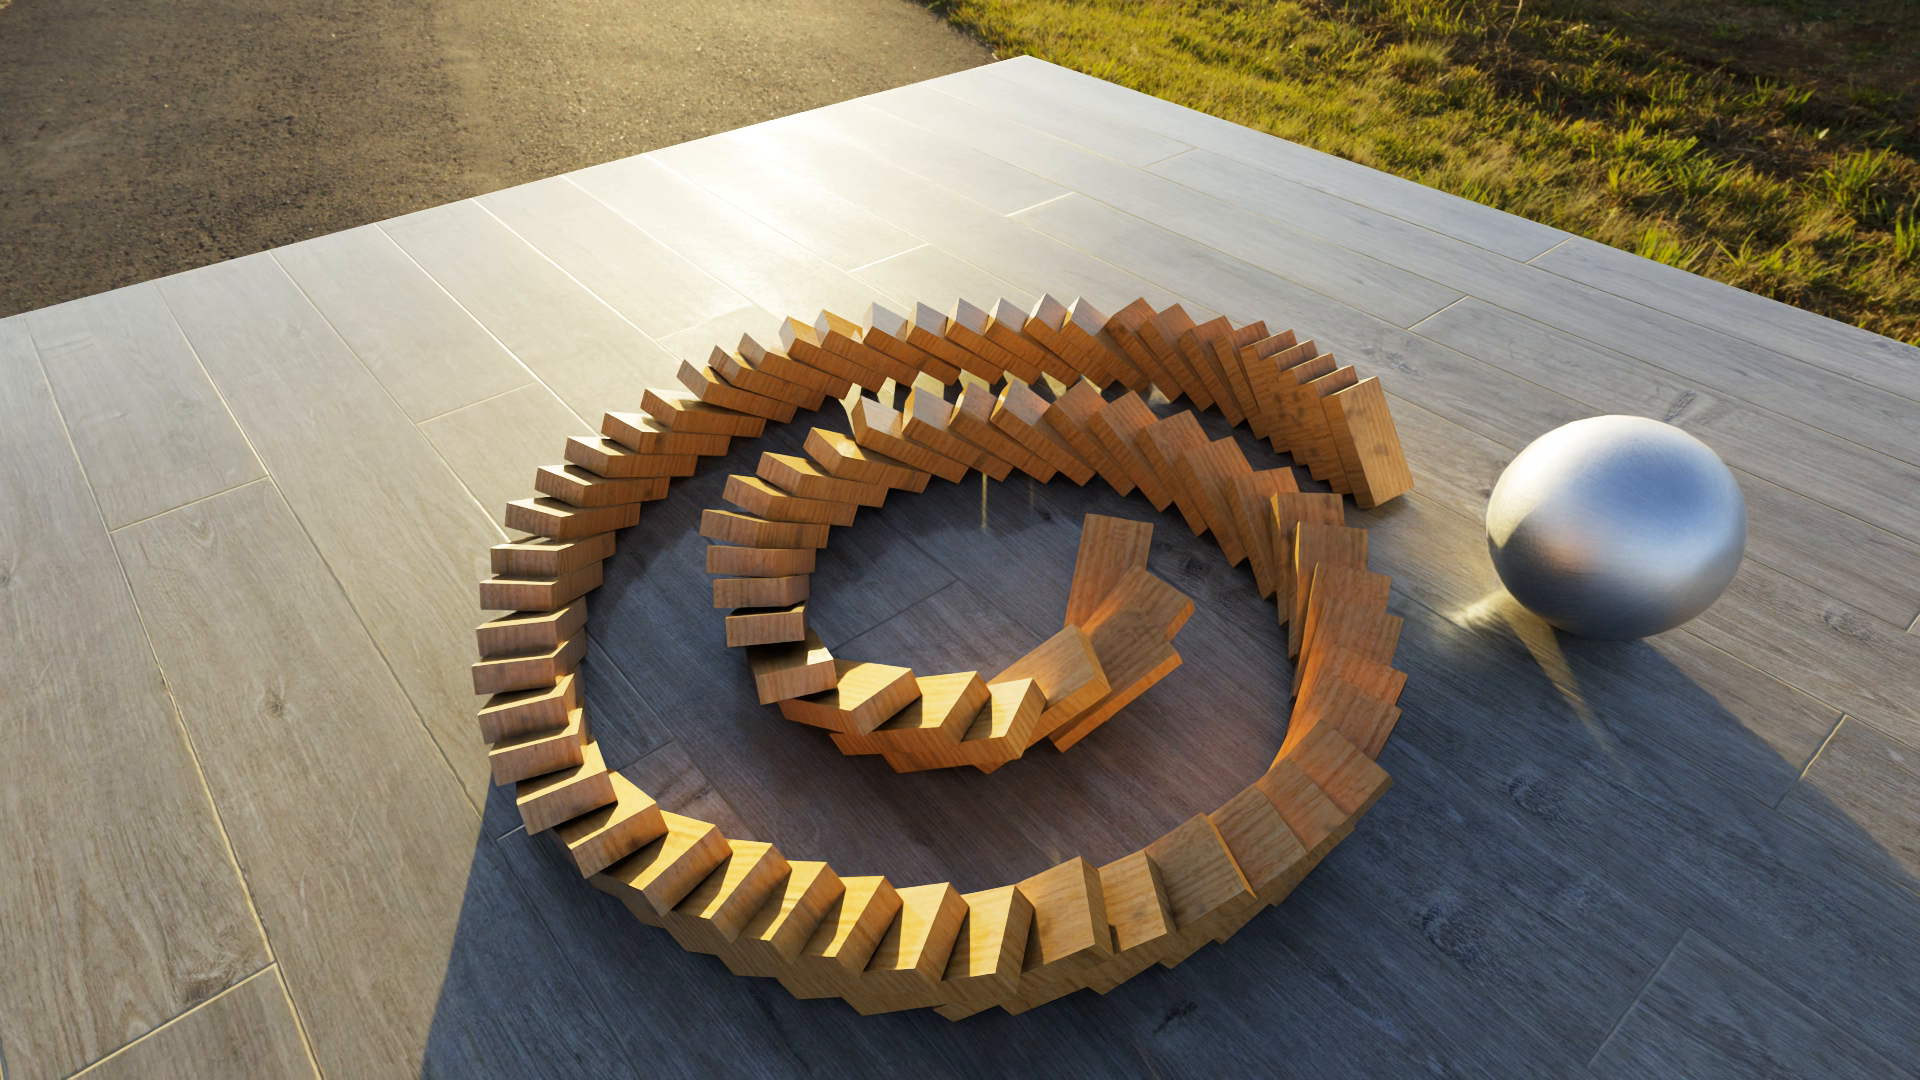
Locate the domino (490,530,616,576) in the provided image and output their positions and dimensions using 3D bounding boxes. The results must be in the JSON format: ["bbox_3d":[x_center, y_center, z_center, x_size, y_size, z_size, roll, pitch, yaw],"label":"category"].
[{"bbox_3d":[-0.154,0.004,0.418,0.025,0.010,0.050,2,9,6],"label":"domino"}]

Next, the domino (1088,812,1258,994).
[{"bbox_3d":[0.053,0.099,0.301,0.050,0.010,0.025,-35,43,9],"label":"domino"}]

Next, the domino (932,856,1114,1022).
[{"bbox_3d":[0.015,0.106,0.292,0.050,0.009,0.025,-30,37,20],"label":"domino"}]

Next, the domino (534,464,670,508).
[{"bbox_3d":[-0.147,-0.023,0.454,0.025,0.010,0.050,20,14,22],"label":"domino"}]

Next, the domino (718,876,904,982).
[{"bbox_3d":[-0.041,0.104,0.295,0.050,0.009,0.025,-17,25,40],"label":"domino"}]

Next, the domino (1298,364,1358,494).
[{"bbox_3d":[0.165,-0.047,0.473,0.025,0.050,0.009,-23,6,-26],"label":"domino"}]

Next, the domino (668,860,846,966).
[{"bbox_3d":[-0.056,0.100,0.299,0.050,0.010,0.025,-14,26,43],"label":"domino"}]

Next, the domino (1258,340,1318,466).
[{"bbox_3d":[0.154,-0.061,0.490,0.025,0.050,0.009,-24,6,-26],"label":"domino"}]

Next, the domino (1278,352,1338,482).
[{"bbox_3d":[0.159,-0.054,0.481,0.025,0.050,0.010,-23,6,-26],"label":"domino"}]

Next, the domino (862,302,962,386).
[{"bbox_3d":[-0.024,-0.096,0.541,0.050,0.010,0.025,25,33,-22],"label":"domino"}]

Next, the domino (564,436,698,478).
[{"bbox_3d":[-0.139,-0.035,0.467,0.025,0.010,0.050,22,14,28],"label":"domino"}]

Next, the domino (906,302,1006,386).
[{"bbox_3d":[-0.002,-0.097,0.544,0.050,0.009,0.025,24,36,-18],"label":"domino"}]

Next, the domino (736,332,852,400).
[{"bbox_3d":[-0.078,-0.082,0.521,0.050,0.009,0.025,15,19,-43],"label":"domino"}]

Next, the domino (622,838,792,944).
[{"bbox_3d":[-0.071,0.095,0.304,0.050,0.009,0.025,-12,28,47],"label":"domino"}]

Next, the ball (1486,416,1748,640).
[{"bbox_3d":[0.232,-0.004,0.393,0.080,0.080,0.080,0,39,0],"label":"ball"}]

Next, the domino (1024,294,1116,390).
[{"bbox_3d":[0.057,-0.098,0.542,0.050,0.010,0.025,36,41,-11],"label":"domino"}]

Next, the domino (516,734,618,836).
[{"bbox_3d":[-0.120,0.073,0.334,0.025,0.009,0.050,-20,10,-21],"label":"domino"}]

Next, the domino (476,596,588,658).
[{"bbox_3d":[-0.149,0.030,0.386,0.025,0.009,0.050,-6,7,-7],"label":"domino"}]

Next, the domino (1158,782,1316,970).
[{"bbox_3d":[0.071,0.094,0.308,0.050,0.010,0.025,-38,47,6],"label":"domino"}]

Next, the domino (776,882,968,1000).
[{"bbox_3d":[-0.024,0.107,0.292,0.050,0.009,0.025,-20,27,35],"label":"domino"}]

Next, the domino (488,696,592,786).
[{"bbox_3d":[-0.131,0.062,0.347,0.025,0.010,0.050,-13,8,-15],"label":"domino"}]

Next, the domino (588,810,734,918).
[{"bbox_3d":[-0.087,0.090,0.312,0.025,0.010,0.050,-39,19,-34],"label":"domino"}]

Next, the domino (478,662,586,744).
[{"bbox_3d":[-0.138,0.052,0.359,0.025,0.010,0.050,-12,8,-12],"label":"domino"}]

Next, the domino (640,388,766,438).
[{"bbox_3d":[-0.115,-0.057,0.495,0.025,0.009,0.050,33,20,33],"label":"domino"}]

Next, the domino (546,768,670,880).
[{"bbox_3d":[-0.106,0.082,0.324,0.025,0.009,0.050,-26,15,-29],"label":"domino"}]

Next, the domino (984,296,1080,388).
[{"bbox_3d":[0.037,-0.098,0.544,0.050,0.010,0.025,29,38,-13],"label":"domino"}]

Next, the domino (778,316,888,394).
[{"bbox_3d":[-0.061,-0.089,0.531,0.050,0.010,0.025,20,26,-31],"label":"domino"}]

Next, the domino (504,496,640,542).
[{"bbox_3d":[-0.153,-0.010,0.438,0.025,0.009,0.050,14,12,17],"label":"domino"}]

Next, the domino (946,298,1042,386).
[{"bbox_3d":[0.018,-0.098,0.544,0.050,0.009,0.025,27,36,-16],"label":"domino"}]

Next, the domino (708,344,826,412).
[{"bbox_3d":[-0.090,-0.075,0.513,0.050,0.010,0.025,13,21,-47],"label":"domino"}]

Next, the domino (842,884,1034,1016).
[{"bbox_3d":[-0.006,0.108,0.290,0.050,0.010,0.025,-22,29,30],"label":"domino"}]

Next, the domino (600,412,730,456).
[{"bbox_3d":[-0.128,-0.046,0.481,0.025,0.010,0.050,26,17,30],"label":"domino"}]

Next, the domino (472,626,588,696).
[{"bbox_3d":[-0.145,0.040,0.374,0.025,0.009,0.050,-6,7,-7],"label":"domino"}]

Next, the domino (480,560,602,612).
[{"bbox_3d":[-0.153,0.016,0.405,0.025,0.010,0.050,1,9,2],"label":"domino"}]

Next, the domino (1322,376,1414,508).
[{"bbox_3d":[0.173,-0.041,0.466,0.025,0.050,0.009,-23,6,-26],"label":"domino"}]

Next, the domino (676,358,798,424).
[{"bbox_3d":[-0.102,-0.068,0.505,0.050,0.010,0.025,11,23,-48],"label":"domino"}]

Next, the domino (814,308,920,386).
[{"bbox_3d":[-0.045,-0.093,0.535,0.050,0.009,0.025,21,25,-28],"label":"domino"}]

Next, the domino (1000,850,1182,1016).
[{"bbox_3d":[0.032,0.105,0.295,0.050,0.010,0.025,-28,37,15],"label":"domino"}]
